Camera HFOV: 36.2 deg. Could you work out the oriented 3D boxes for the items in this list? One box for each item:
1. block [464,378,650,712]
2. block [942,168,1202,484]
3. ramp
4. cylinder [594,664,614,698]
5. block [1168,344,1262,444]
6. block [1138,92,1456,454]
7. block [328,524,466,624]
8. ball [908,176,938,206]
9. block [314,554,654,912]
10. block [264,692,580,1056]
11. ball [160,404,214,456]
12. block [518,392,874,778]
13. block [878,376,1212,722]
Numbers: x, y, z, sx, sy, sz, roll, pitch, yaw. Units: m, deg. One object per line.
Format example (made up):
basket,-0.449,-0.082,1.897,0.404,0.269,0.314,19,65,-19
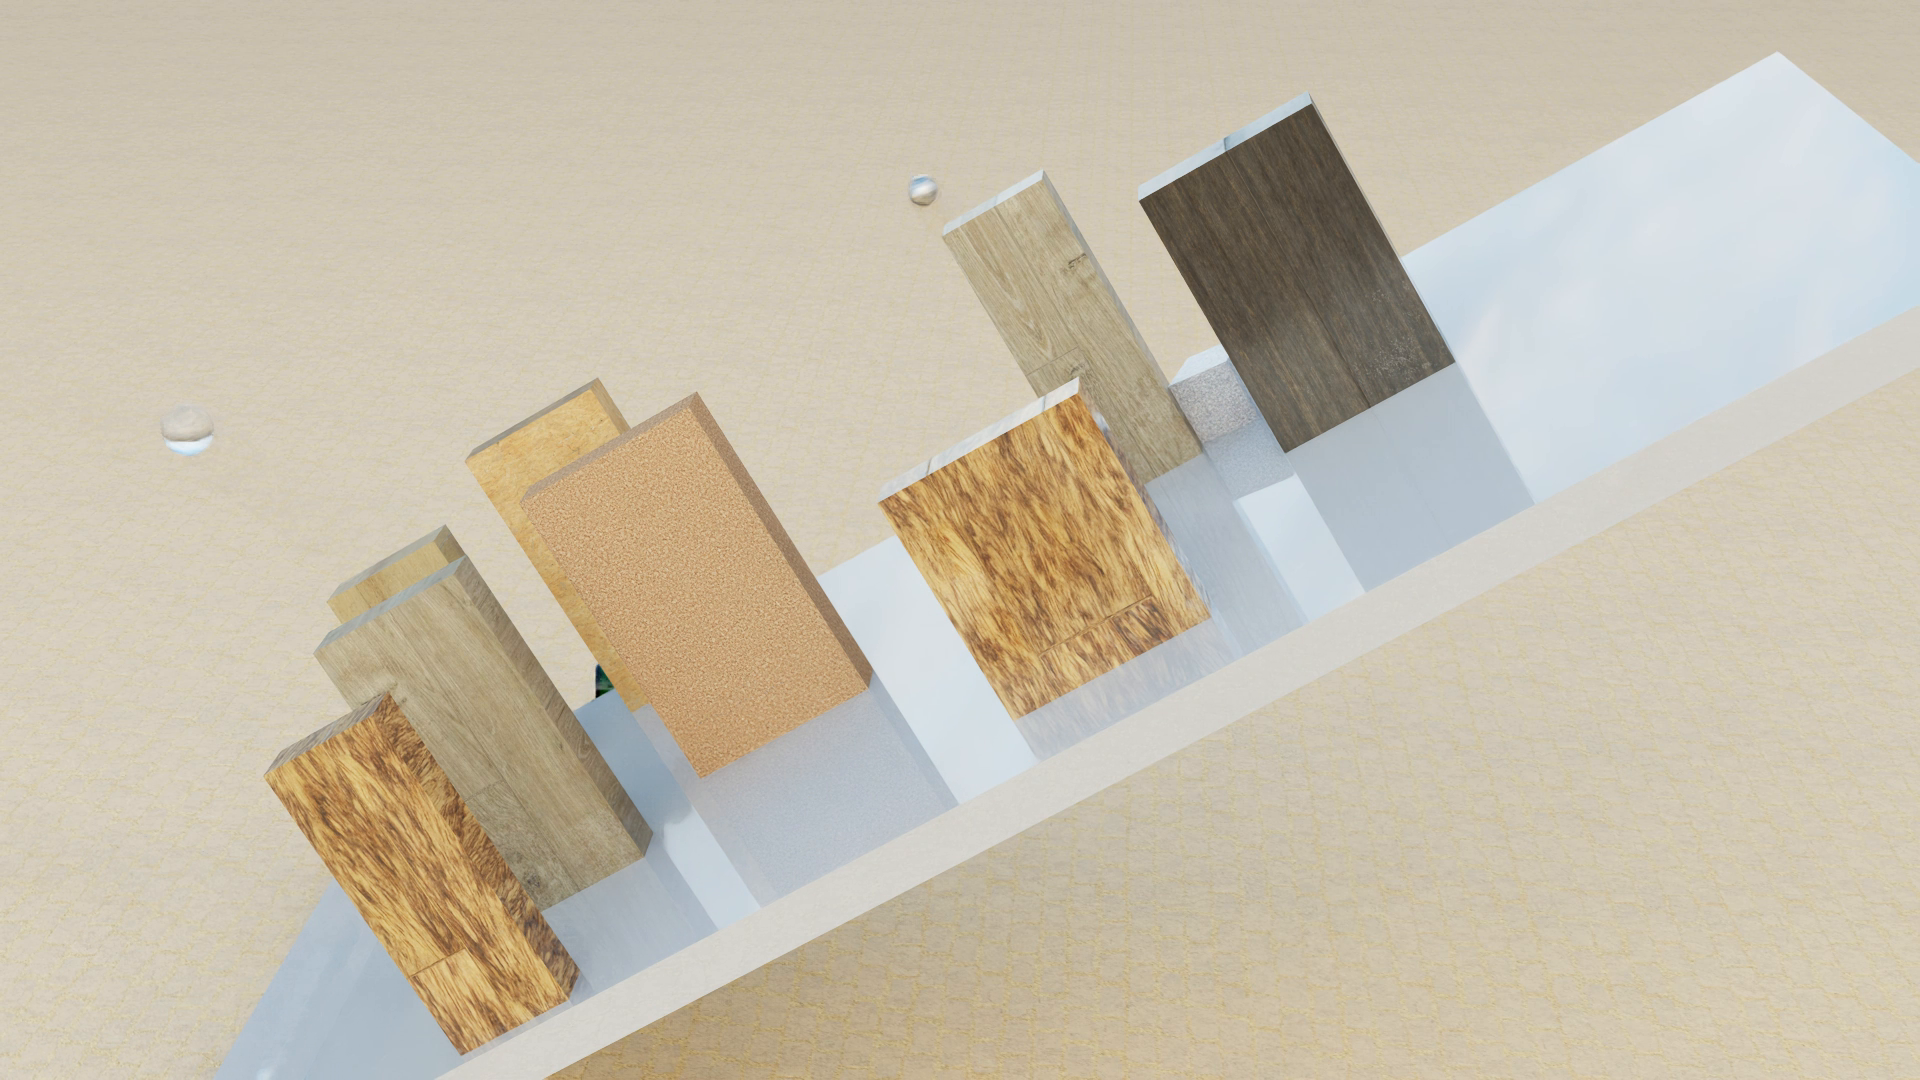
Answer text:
block,-0.832,0.017,7.092,0.360,0.739,0.102,-29,15,12
block,0.250,-0.441,6.464,0.251,0.705,0.115,-29,15,12
ramp,0.142,0.168,6.286,4.000,0.100,2.000,-29,15,12
cylinder,-0.945,0.442,8.482,0.193,0.193,0.193,0,19,0
block,0.585,-0.337,6.543,0.152,0.152,0.152,-23,17,31
block,0.696,-0.551,6.086,0.399,0.619,0.140,-29,15,12
block,-1.203,0.315,7.072,0.309,0.634,0.126,-29,15,12
ball,-0.190,-1.791,15.103,0.153,0.153,0.153,0,19,0
block,-0.983,0.425,6.099,0.349,0.715,0.122,-29,15,12
block,-1.013,0.635,5.569,0.248,0.666,0.120,-29,15,12
ball,-2.886,-0.411,10.985,0.194,0.194,0.194,0,19,0
block,-0.559,0.102,6.289,0.427,0.721,0.119,-29,15,12
block,0.161,0.020,5.529,0.430,0.502,0.110,-29,15,12
